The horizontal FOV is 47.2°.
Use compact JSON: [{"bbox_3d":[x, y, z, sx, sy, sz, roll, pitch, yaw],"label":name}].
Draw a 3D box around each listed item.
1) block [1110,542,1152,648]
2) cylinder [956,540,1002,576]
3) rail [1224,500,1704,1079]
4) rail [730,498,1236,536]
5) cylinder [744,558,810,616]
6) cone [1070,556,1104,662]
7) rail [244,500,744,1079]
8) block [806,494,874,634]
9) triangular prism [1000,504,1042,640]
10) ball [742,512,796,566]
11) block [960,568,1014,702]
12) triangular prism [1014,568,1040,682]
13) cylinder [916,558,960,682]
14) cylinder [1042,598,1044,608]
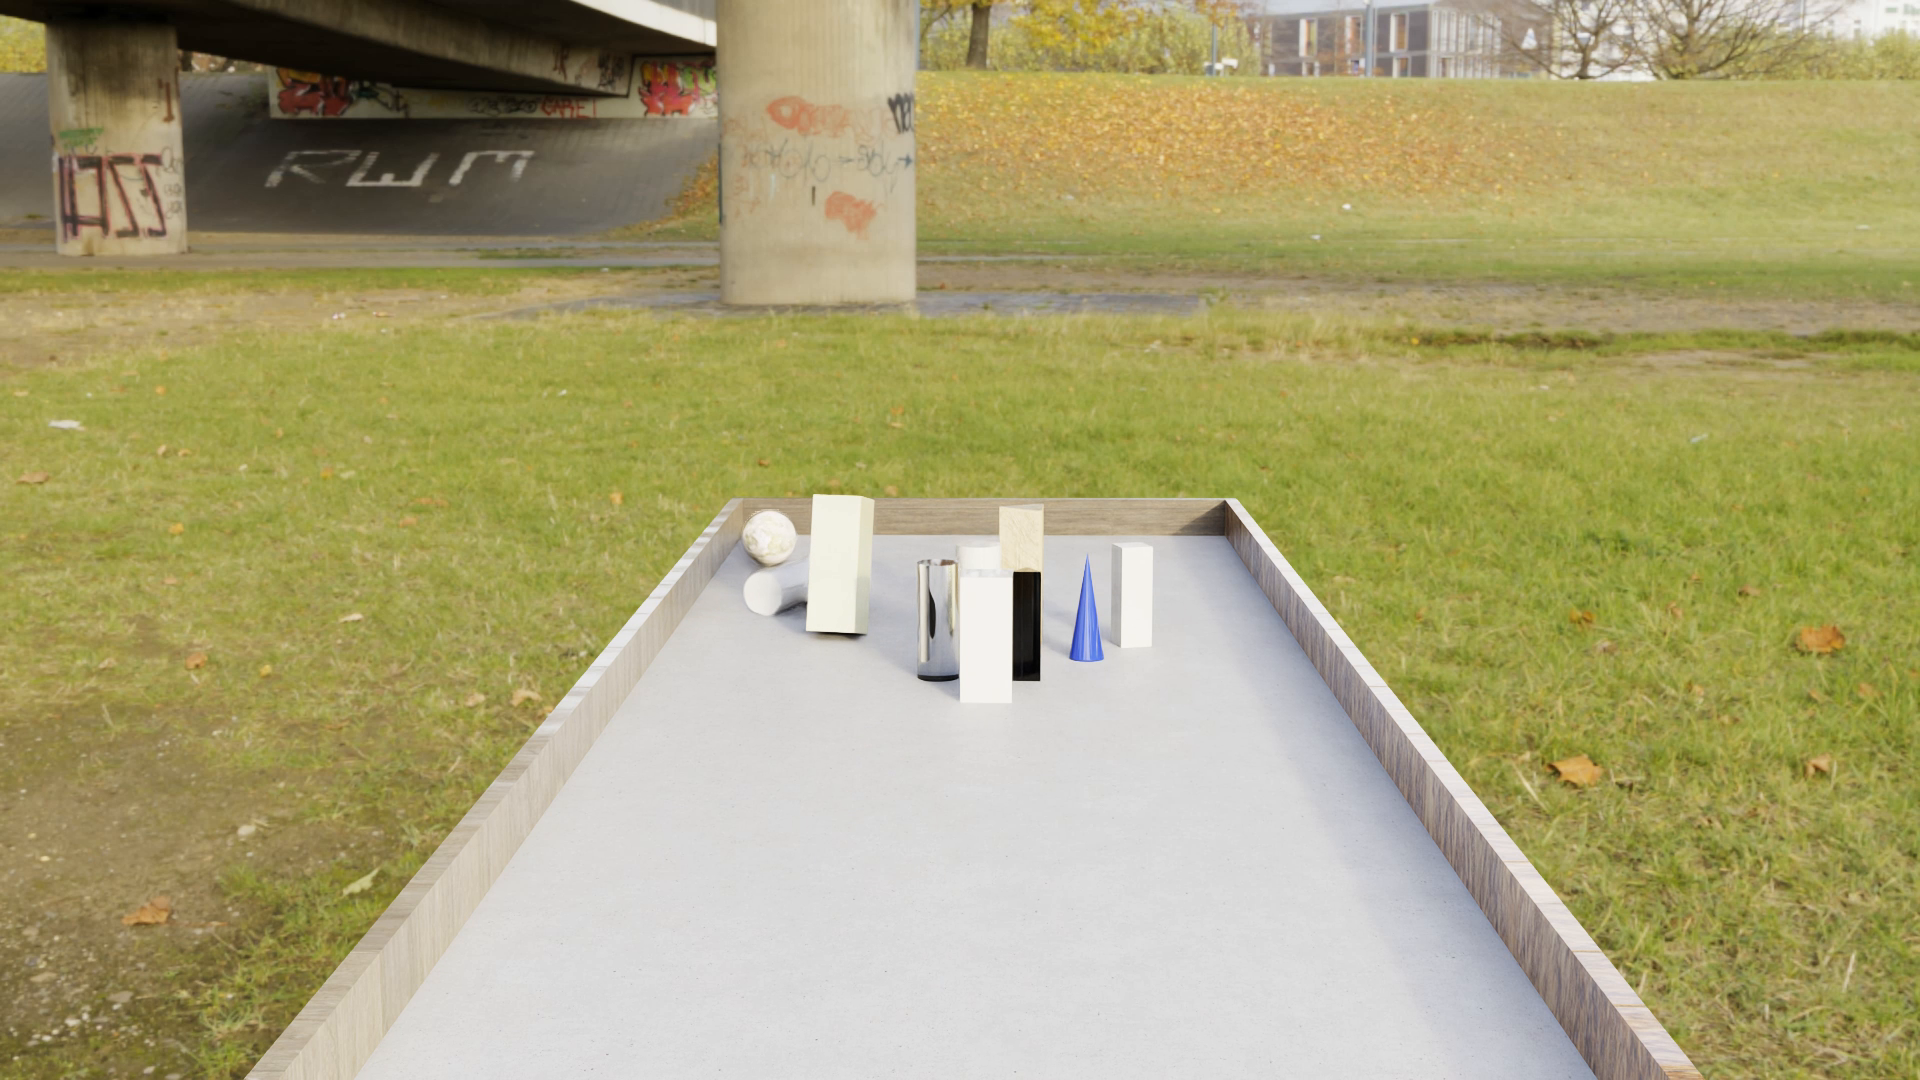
[{"bbox_3d":[0.539,0.172,6.914,0.100,0.316,0.100,-2,9,-15],"label":"block"},{"bbox_3d":[0.056,0.187,6.706,0.140,0.353,0.140,0,9,0],"label":"cylinder"},{"bbox_3d":[1.046,0.843,3.208,0.050,0.150,12.000,0,9,1],"label":"rail"},{"bbox_3d":[0.099,-0.098,9.147,2.100,0.150,0.050,0,9,1],"label":"rail"},{"bbox_3d":[-0.591,0.157,7.552,0.146,0.146,0.346,4,10,24],"label":"cylinder"},{"bbox_3d":[0.387,0.199,6.702,0.108,0.329,0.108,0,9,0],"label":"cone"},{"bbox_3d":[-1.004,0.839,3.234,0.050,0.150,12.000,0,9,1],"label":"rail"},{"bbox_3d":[-0.383,0.079,7.050,0.158,0.433,0.158,2,-3,13],"label":"block"},{"bbox_3d":[0.225,0.106,6.968,0.153,0.430,0.133,6,11,34],"label":"triangular prism"},{"bbox_3d":[-0.727,-0.007,8.397,0.206,0.206,0.206,0,9,0],"label":"ball"},{"bbox_3d":[0.076,0.268,6.186,0.144,0.354,0.144,0,9,3],"label":"block"},{"bbox_3d":[0.193,0.246,6.425,0.087,0.324,0.075,1,9,4],"label":"triangular prism"},{"bbox_3d":[-0.064,0.234,6.437,0.123,0.342,0.123,0,9,0],"label":"cylinder"},{"bbox_3d":[0.122,0.225,7.170,0.131,0.131,0.337,7,11,37],"label":"cylinder"}]
